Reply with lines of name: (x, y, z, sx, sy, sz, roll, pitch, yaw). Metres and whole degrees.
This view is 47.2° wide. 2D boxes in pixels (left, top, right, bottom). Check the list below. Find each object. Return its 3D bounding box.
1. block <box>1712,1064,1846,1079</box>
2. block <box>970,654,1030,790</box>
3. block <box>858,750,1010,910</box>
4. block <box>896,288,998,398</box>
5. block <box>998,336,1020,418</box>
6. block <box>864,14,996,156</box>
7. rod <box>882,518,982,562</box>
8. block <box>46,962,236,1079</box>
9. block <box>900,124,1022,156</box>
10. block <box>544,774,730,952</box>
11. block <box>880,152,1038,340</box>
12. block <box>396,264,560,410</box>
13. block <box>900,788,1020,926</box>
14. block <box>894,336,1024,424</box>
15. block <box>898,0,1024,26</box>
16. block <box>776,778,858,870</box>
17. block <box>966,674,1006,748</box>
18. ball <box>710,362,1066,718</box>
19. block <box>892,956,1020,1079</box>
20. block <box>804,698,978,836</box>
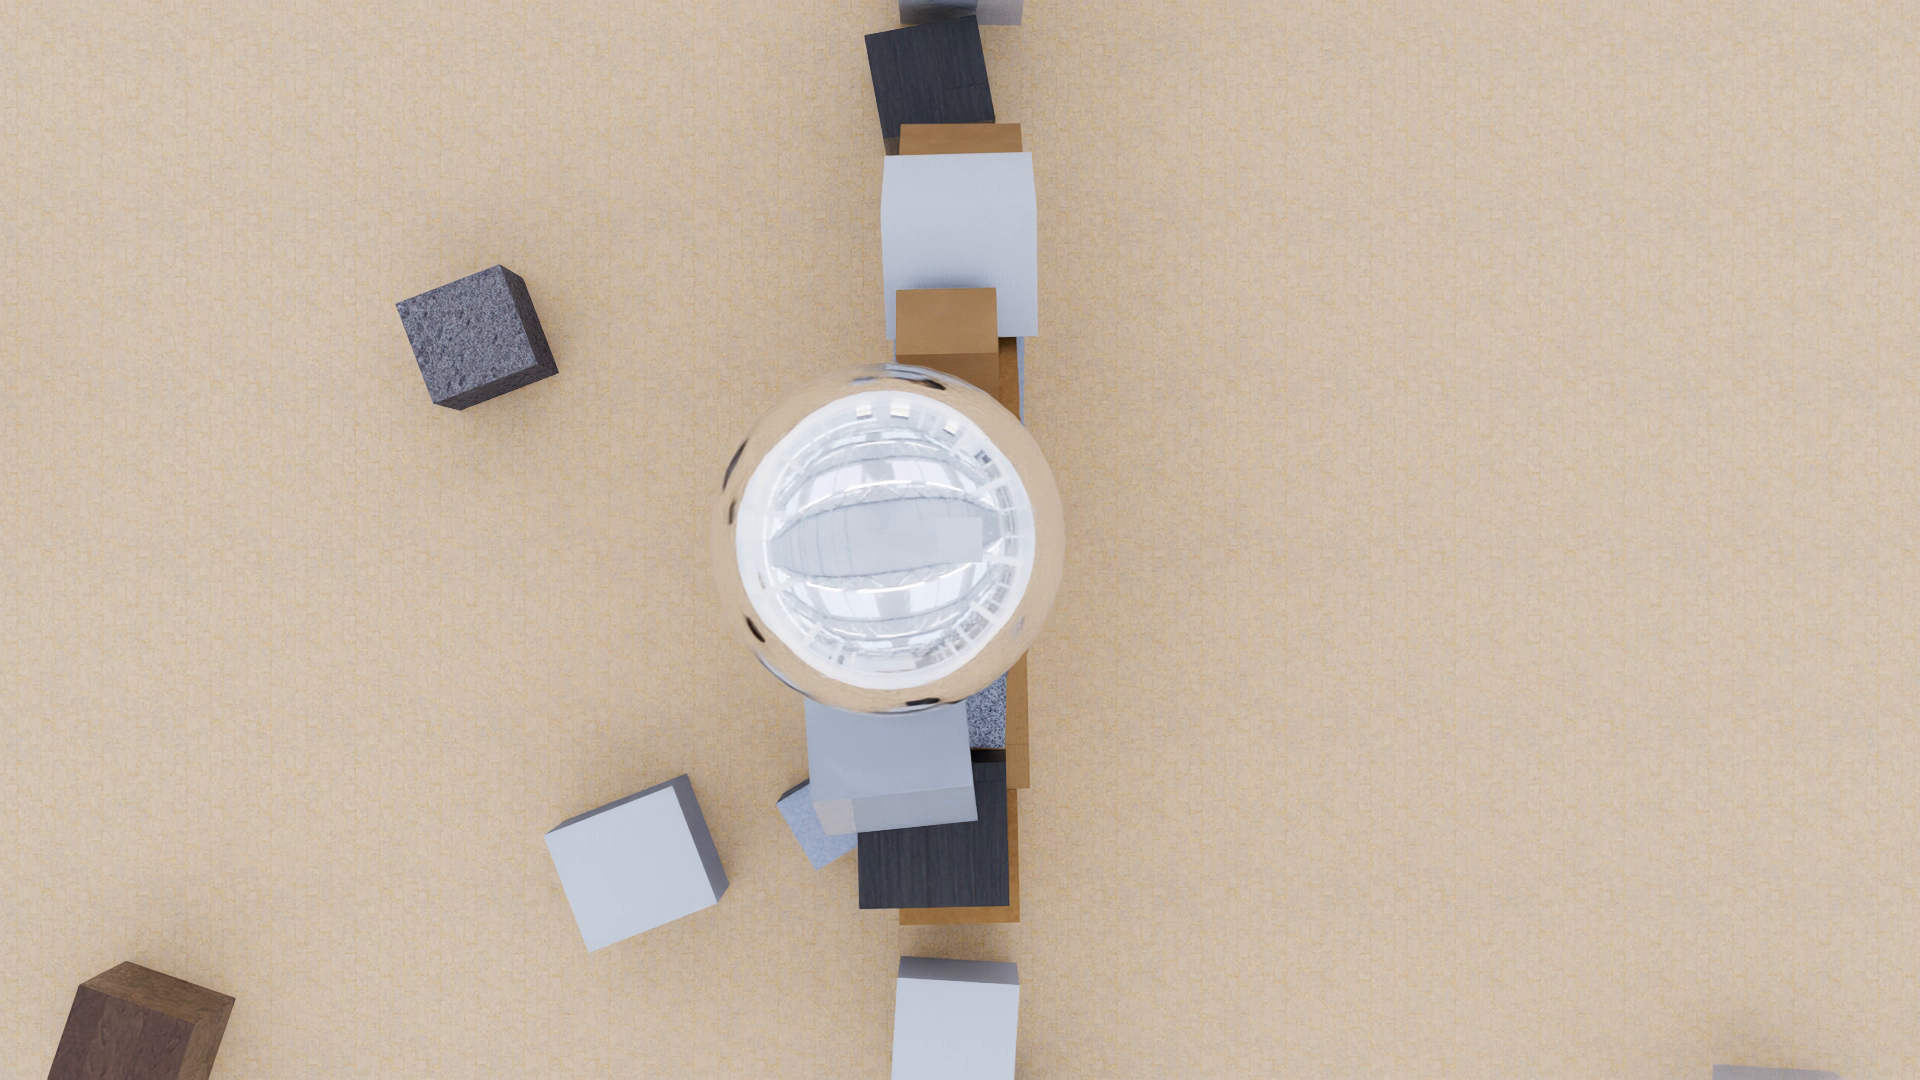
block: (4.786, 3.443, 12.693, 0.707, 0.614, 0.650, 3, 90, 0)
block: (-0.009, 0.929, 12.632, 0.778, 0.737, 0.931, -1, 90, 0)
block: (-0.137, 1.549, 11.878, 0.789, 0.716, 0.754, -1, 90, 1)
block: (-0.061, -0.929, 10.908, 0.496, 0.443, 0.448, -1, 50, 0)
block: (0.016, -0.760, 11.400, 0.563, 0.532, 0.590, -2, 50, 0)
block: (-0.172, -2.617, 12.710, 0.645, 0.580, 0.597, -11, 90, 0)
rod: (-0.139, 0.000, 6.501, 0.080, 5.200, 0.080, 0, 90, -3)
block: (-4.712, 2.914, 12.652, 0.686, 0.696, 0.668, 19, 90, 0)
block: (0.006, -1.867, 11.992, 0.658, 0.669, 0.612, 0, 119, 0)
block: (-1.849, 1.848, 12.669, 0.775, 0.663, 0.706, -21, 90, 0)
block: (0.000, -1.524, 11.333, 0.768, 0.816, 0.688, -1, 119, 1)
block: (-2.769, -1.156, 12.665, 0.627, 0.669, 0.600, -21, 90, 0)
block: (-0.009, 1.766, 12.620, 0.671, 0.760, 0.741, -1, 90, 0)
block: (-0.009, -0.748, 12.111, 0.703, 0.636, 0.696, 0, 91, 0)
block: (0.010, -3.389, 12.578, 0.712, 0.843, 0.684, 1, 90, 0)
block: (-0.724, 1.564, 12.741, 0.485, 0.518, 0.445, -31, 90, 0)
block: (-0.036, 0.817, 11.979, 0.562, 0.569, 0.569, 1, 90, 0)
ball: (-0.322, 0.000, 9.896, 1.600, 1.600, 1.600, 0, 90, 0)
block: (-0.030, 2.835, 12.675, 0.688, 0.650, 0.713, 4, 90, 0)
block: (-0.355, 0.962, 11.177, 0.790, 0.794, 0.857, -6, 71, 0)
